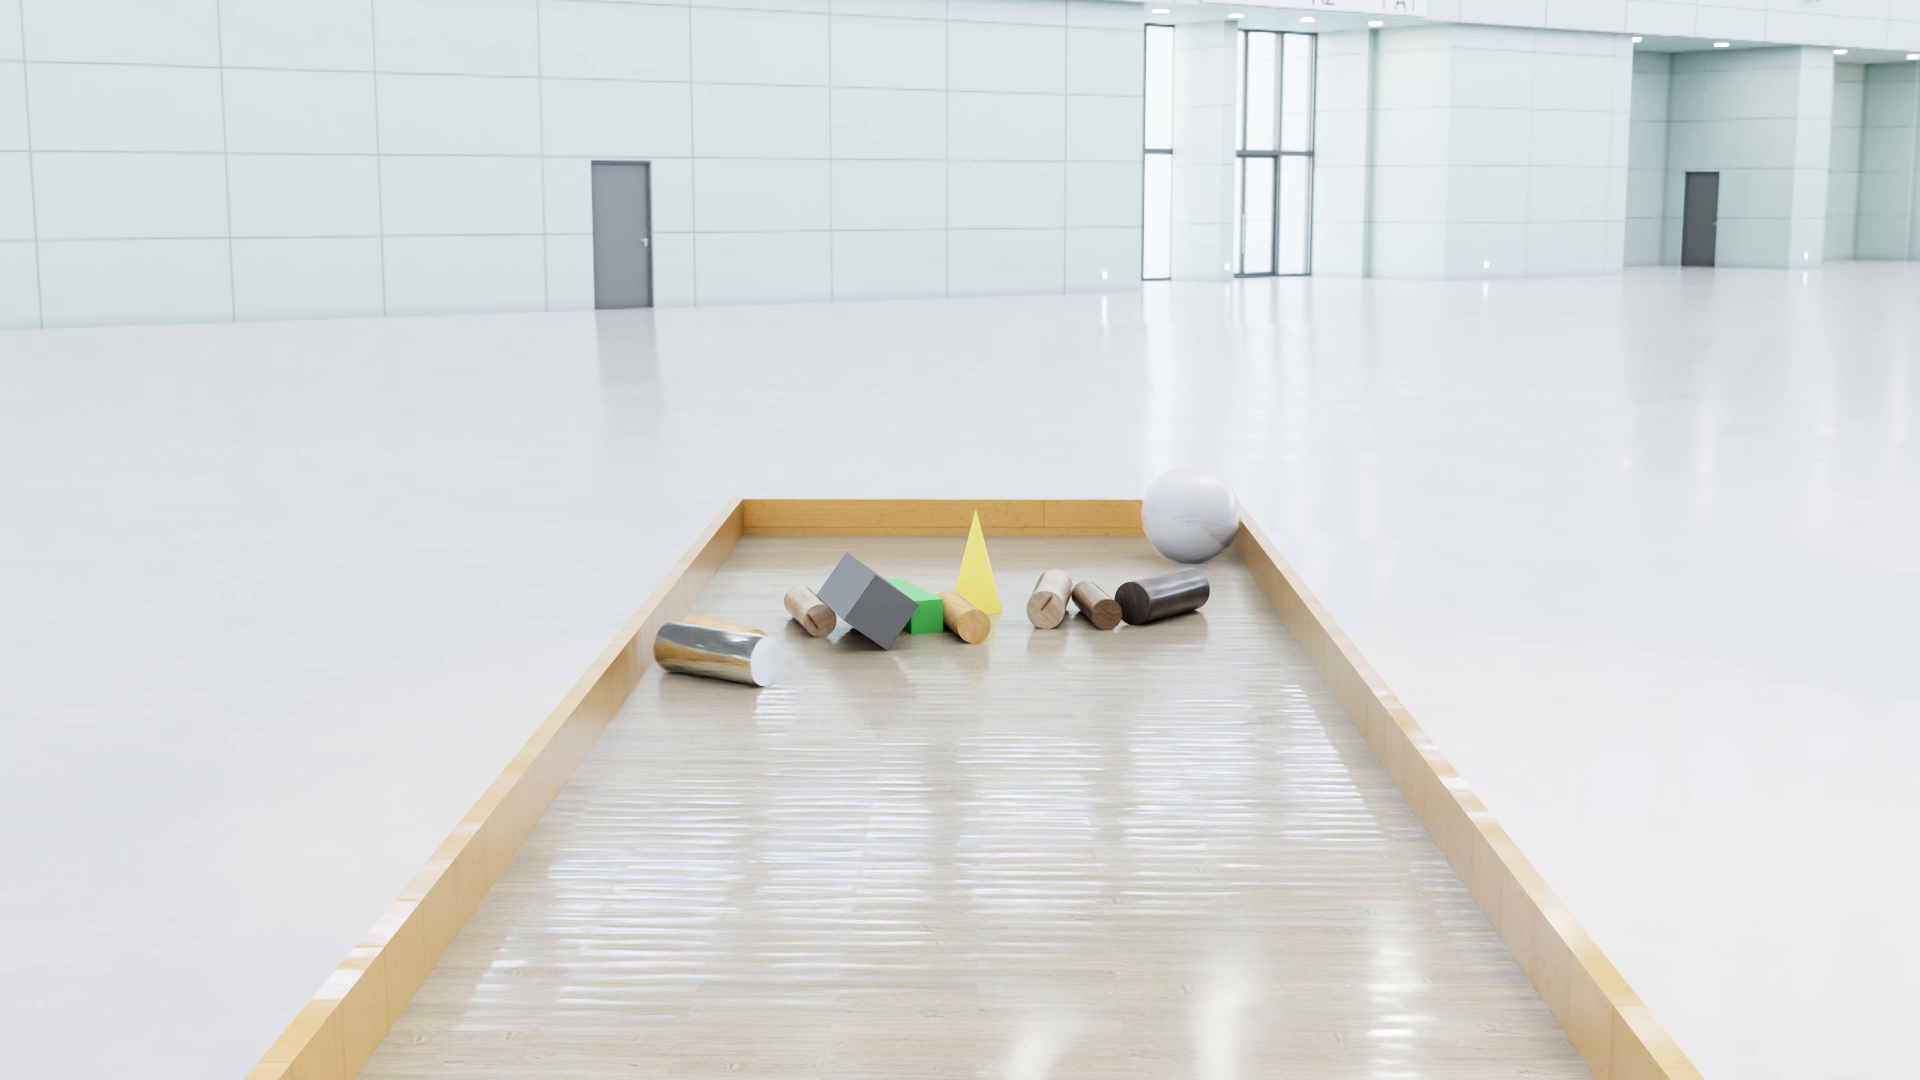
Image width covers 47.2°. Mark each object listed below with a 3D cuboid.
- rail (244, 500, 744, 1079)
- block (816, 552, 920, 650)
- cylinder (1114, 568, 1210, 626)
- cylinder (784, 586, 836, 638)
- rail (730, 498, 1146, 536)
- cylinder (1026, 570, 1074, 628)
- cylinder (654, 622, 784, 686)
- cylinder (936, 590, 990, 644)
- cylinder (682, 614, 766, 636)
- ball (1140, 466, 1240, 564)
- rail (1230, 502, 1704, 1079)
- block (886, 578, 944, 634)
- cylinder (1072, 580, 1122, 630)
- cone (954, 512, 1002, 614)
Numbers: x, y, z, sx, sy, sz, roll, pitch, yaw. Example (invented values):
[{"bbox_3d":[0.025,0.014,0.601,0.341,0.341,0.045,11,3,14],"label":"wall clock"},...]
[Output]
[{"bbox_3d":[-1.004,0.839,3.234,0.050,0.150,12.000,0,9,1],"label":"rail"},{"bbox_3d":[-0.299,0.192,7.027,0.173,0.173,0.446,35,-1,-17],"label":"block"},{"bbox_3d":[0.679,0.187,7.369,0.144,0.144,0.360,7,12,38],"label":"cylinder"},{"bbox_3d":[-0.493,0.231,7.210,0.106,0.106,0.361,-2,9,-15],"label":"cylinder"},{"bbox_3d":[0.099,-0.098,9.147,2.100,0.150,0.050,0,9,1],"label":"rail"},{"bbox_3d":[0.303,0.195,7.377,0.125,0.125,0.425,1,9,7],"label":"cylinder"},{"bbox_3d":[-0.710,0.332,6.445,0.376,0.147,0.147,6,11,35],"label":"cylinder"},{"bbox_3d":[0.002,0.246,7.111,0.108,0.108,0.350,-2,9,-14],"label":"cylinder"},{"bbox_3d":[-0.724,0.303,6.740,0.111,0.111,0.329,-8,12,-40],"label":"cylinder"},{"bbox_3d":[0.882,-0.098,8.422,0.377,0.377,0.377,0,9,0],"label":"ball"},{"bbox_3d":[1.046,0.843,3.208,0.050,0.150,12.000,0,9,1],"label":"rail"},{"bbox_3d":[-0.183,0.216,7.300,0.109,0.109,0.440,-3,10,-20],"label":"block"},{"bbox_3d":[0.454,0.216,7.325,0.101,0.101,0.354,-1,9,-8],"label":"cylinder"},{"bbox_3d":[0.054,0.066,7.487,0.180,0.347,0.180,0,9,0],"label":"cone"}]
